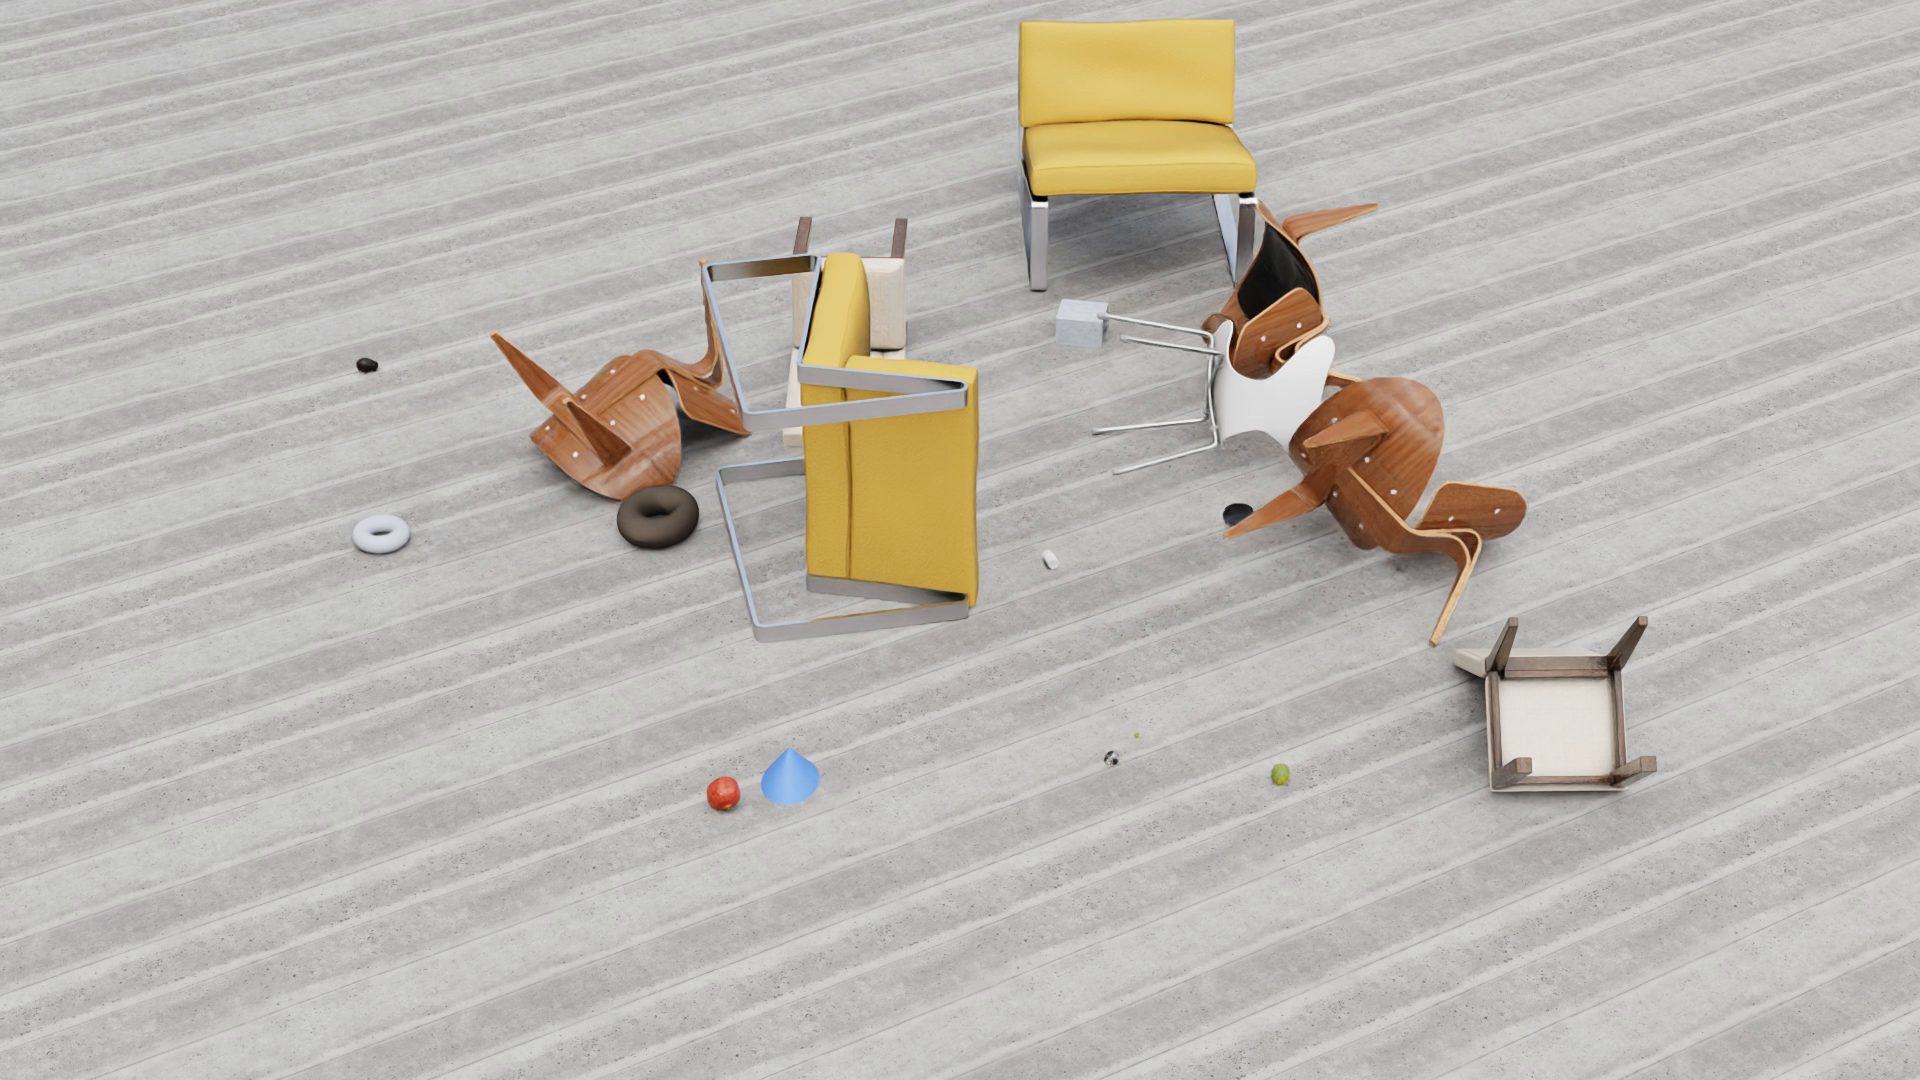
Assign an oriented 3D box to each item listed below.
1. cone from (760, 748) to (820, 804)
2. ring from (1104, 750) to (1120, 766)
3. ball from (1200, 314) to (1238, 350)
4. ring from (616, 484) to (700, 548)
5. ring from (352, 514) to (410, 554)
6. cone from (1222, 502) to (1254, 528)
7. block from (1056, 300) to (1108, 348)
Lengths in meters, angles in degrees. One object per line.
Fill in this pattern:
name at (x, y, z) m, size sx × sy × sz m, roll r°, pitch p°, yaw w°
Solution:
cone at (-0.563, 0.740, 9.693) m, size 0.193 × 0.140 × 0.257 m, roll 4°, pitch 34°, yaw 7°
ring at (0.507, 0.730, 9.790) m, size 0.049 × 0.055 × 0.039 m, roll 35°, pitch 31°, yaw 19°
ball at (1.060, -0.853, 12.005) m, size 0.149 × 0.149 × 0.149 m, roll 0°, pitch 33°, yaw 0°
ring at (-1.131, -0.089, 10.978) m, size 0.301 × 0.114 × 0.347 m, roll 12°, pitch 36°, yaw 15°
ring at (-2.156, -0.022, 10.919) m, size 0.217 × 0.066 × 0.217 m, roll 29°, pitch 42°, yaw 35°
cone at (1.044, -0.099, 11.056) m, size 0.120 × 0.094 × 0.093 m, roll -1°, pitch 6°, yaw -3°
block at (0.507, -0.901, 12.202) m, size 0.195 × 0.121 × 0.170 m, roll 6°, pitch 34°, yaw 9°
